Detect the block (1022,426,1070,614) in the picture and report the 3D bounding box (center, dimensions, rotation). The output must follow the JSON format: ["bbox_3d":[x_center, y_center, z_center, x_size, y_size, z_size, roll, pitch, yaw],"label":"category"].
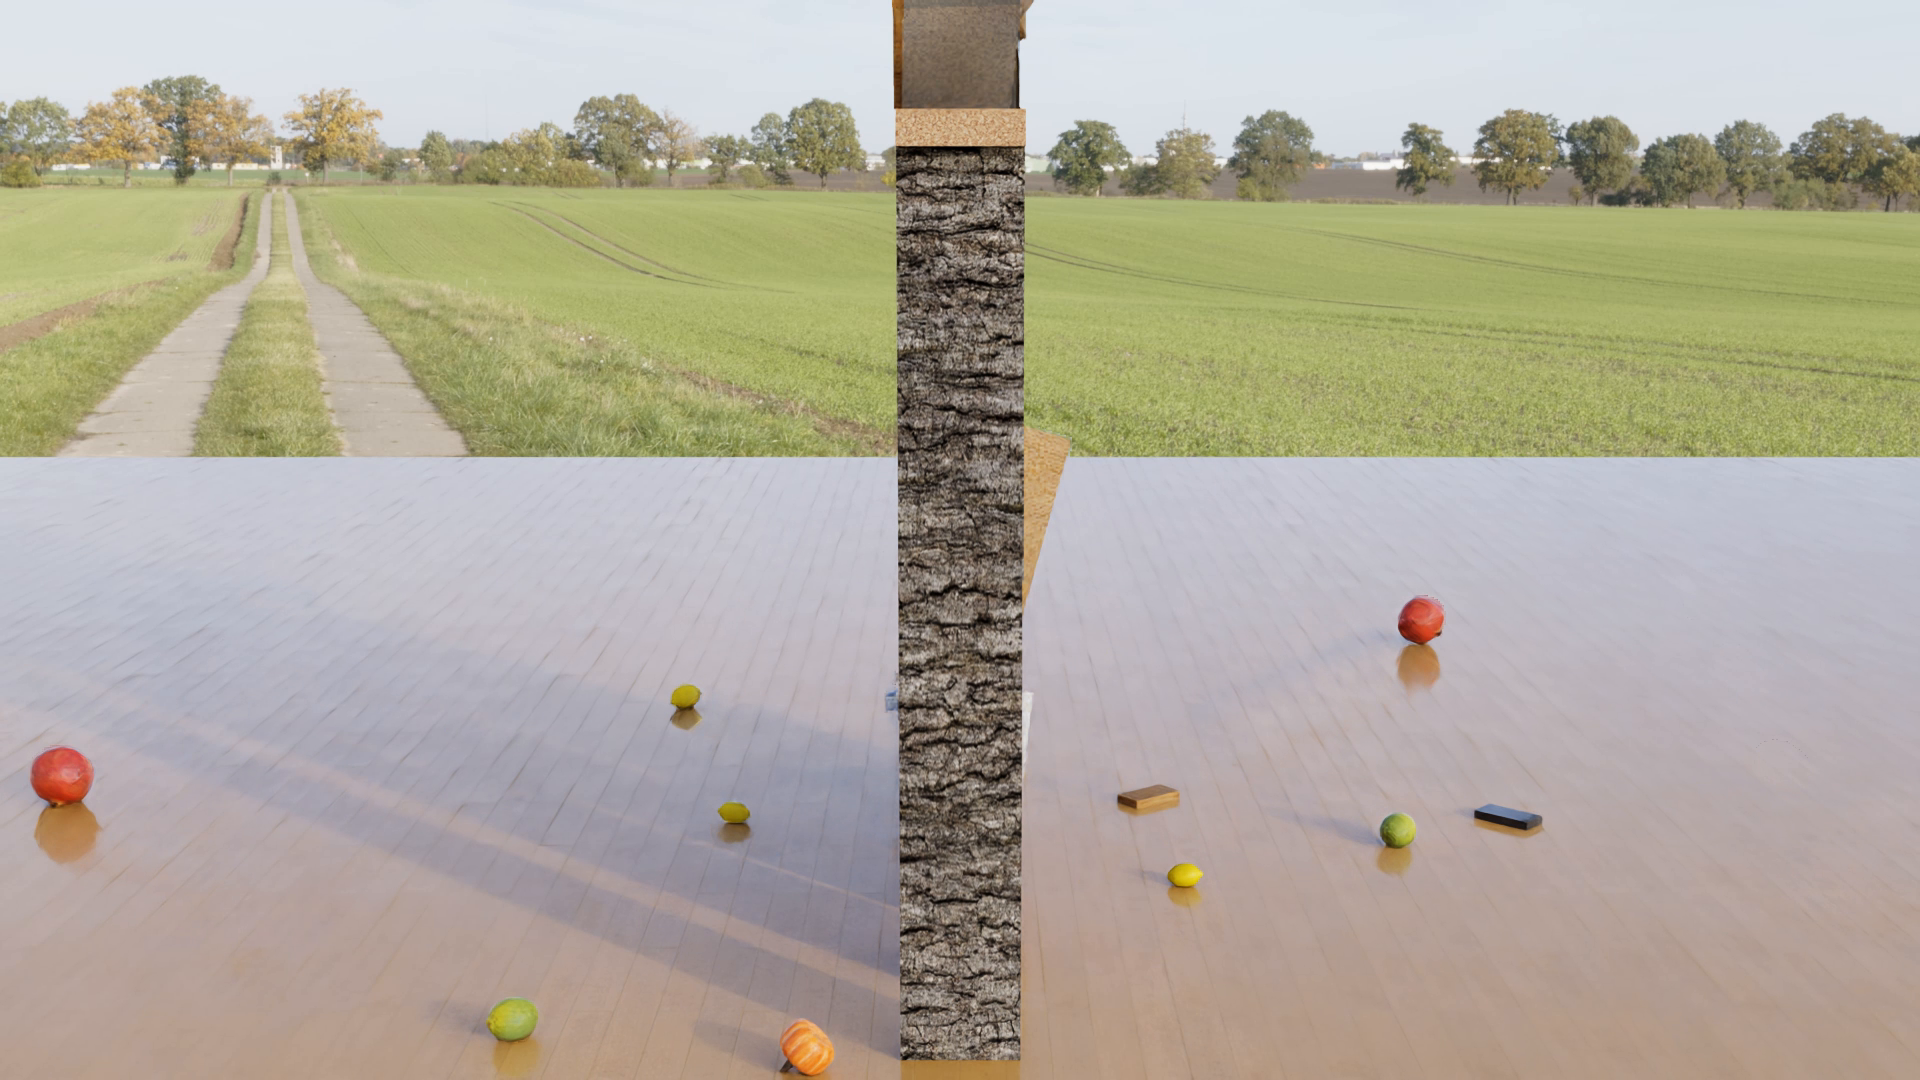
[{"bbox_3d":[0.055,0.020,4.146,0.180,0.485,0.051,16,-1,-16],"label":"block"}]

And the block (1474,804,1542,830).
[{"bbox_3d":[1.010,0.511,4.054,0.109,0.015,0.054,10,14,43],"label":"block"}]

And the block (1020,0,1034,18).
[{"bbox_3d":[0.015,-0.769,3.127,0.151,0.043,0.301,0,-1,-10],"label":"block"}]

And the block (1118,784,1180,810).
[{"bbox_3d":[0.358,0.487,4.179,0.109,0.015,0.054,-8,13,-37],"label":"block"}]

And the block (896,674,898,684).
[{"bbox_3d":[0.007,0.122,4.238,0.180,0.359,0.051,14,3,6],"label":"block"}]

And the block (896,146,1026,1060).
[{"bbox_3d":[0.001,0.101,2.929,0.164,1.232,0.047,0,10,0],"label":"block"}]

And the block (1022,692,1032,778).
[{"bbox_3d":[0.068,0.388,4.121,0.108,0.217,0.031,7,-1,-10],"label":"block"}]

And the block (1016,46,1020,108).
[{"bbox_3d":[0.004,-0.790,3.507,0.180,0.051,0.359,0,-19,2],"label":"block"}]

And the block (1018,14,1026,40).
[{"bbox_3d":[0.003,-0.870,3.420,0.151,0.043,0.301,-3,-20,11],"label":"block"}]

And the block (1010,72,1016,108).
[{"bbox_3d":[-0.003,-0.453,3.157,0.167,0.430,0.047,0,11,1],"label":"block"}]

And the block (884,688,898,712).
[{"bbox_3d":[-0.063,0.303,4.372,0.108,0.031,0.217,-3,7,17],"label":"block"}]

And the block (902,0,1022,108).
[{"bbox_3d":[0.001,-0.646,2.706,0.142,0.040,0.386,0,-19,-2],"label":"block"}]

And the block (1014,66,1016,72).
[{"bbox_3d":[-0.003,-0.708,3.221,0.167,0.047,0.334,0,11,1],"label":"block"}]

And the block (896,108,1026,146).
[{"bbox_3d":[0.001,-0.550,2.928,0.164,0.047,0.328,0,11,0],"label":"block"}]

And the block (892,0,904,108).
[{"bbox_3d":[-0.016,-0.699,2.854,0.142,0.283,0.040,0,37,-1],"label":"block"}]
